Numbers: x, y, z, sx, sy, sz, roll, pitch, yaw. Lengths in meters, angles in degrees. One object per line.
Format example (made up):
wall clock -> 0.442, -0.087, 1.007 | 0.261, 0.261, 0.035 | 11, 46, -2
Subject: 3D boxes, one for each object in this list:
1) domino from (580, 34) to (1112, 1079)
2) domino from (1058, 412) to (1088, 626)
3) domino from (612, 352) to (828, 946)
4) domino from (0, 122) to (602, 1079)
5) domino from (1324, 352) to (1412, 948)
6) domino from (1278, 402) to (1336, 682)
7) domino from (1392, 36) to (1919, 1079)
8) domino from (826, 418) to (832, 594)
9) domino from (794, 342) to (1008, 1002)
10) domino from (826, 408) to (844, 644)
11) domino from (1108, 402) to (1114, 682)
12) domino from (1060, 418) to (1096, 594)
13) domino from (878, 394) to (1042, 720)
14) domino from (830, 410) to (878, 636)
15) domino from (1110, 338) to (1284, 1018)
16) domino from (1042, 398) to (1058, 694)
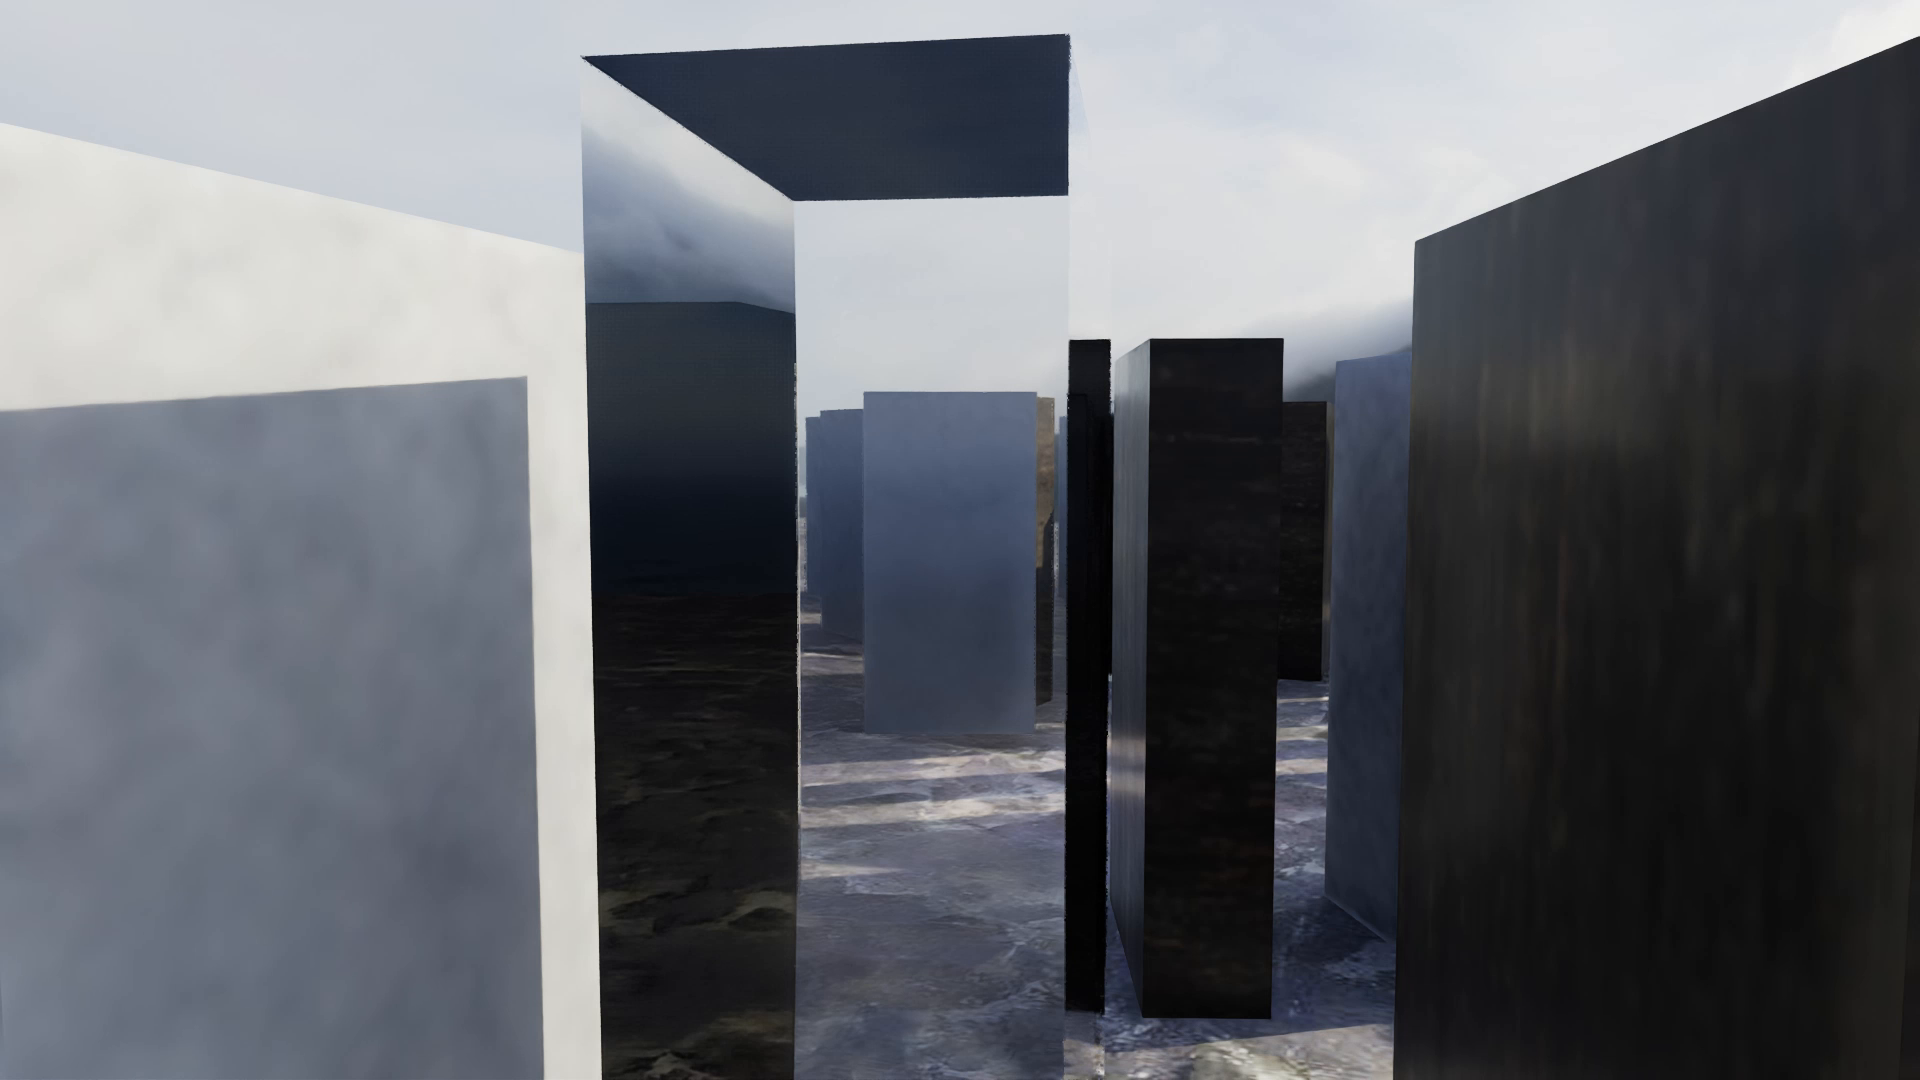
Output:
domino -> -0.001, 0.015, 0.038 | 0.009, 0.050, 0.025 | 1, 4, 8
domino -> 0.022, -0.006, 0.312 | 0.009, 0.050, 0.025 | -1, 4, -11
domino -> -0.024, 0.009, 0.120 | 0.009, 0.050, 0.025 | 3, 5, 35
domino -> -0.023, 0.014, 0.044 | 0.010, 0.050, 0.025 | 2, 5, 20
domino -> 0.041, 0.009, 0.108 | 0.010, 0.050, 0.025 | -1, 4, -11
domino -> 0.064, -0.001, 0.242 | 0.010, 0.050, 0.025 | 2, 5, 19
domino -> 0.022, 0.015, 0.037 | 0.009, 0.050, 0.025 | 0, 4, -2
domino -> -0.032, -0.010, 0.365 | 0.010, 0.050, 0.025 | -2, 5, -27
domino -> -0.004, 0.009, 0.109 | 0.009, 0.050, 0.025 | 1, 5, 18
domino -> -0.037, -0.003, 0.279 | 0.009, 0.050, 0.025 | -4, 6, -43
domino -> 0.020, 0.000, 0.238 | 0.010, 0.050, 0.025 | -3, 5, -31
domino -> 0.035, -0.011, 0.376 | 0.009, 0.050, 0.025 | 0, 4, 5
domino -> 0.000, 0.002, 0.201 | 0.025, 0.050, 0.009 | 0, 4, 0
domino -> -0.019, -0.004, 0.293 | 0.010, 0.050, 0.025 | -3, 5, -34
domino -> 0.019, 0.010, 0.106 | 0.010, 0.050, 0.025 | 0, 4, 1
domino -> 0.004, 0.001, 0.223 | 0.025, 0.050, 0.009 | 2, 5, 28
